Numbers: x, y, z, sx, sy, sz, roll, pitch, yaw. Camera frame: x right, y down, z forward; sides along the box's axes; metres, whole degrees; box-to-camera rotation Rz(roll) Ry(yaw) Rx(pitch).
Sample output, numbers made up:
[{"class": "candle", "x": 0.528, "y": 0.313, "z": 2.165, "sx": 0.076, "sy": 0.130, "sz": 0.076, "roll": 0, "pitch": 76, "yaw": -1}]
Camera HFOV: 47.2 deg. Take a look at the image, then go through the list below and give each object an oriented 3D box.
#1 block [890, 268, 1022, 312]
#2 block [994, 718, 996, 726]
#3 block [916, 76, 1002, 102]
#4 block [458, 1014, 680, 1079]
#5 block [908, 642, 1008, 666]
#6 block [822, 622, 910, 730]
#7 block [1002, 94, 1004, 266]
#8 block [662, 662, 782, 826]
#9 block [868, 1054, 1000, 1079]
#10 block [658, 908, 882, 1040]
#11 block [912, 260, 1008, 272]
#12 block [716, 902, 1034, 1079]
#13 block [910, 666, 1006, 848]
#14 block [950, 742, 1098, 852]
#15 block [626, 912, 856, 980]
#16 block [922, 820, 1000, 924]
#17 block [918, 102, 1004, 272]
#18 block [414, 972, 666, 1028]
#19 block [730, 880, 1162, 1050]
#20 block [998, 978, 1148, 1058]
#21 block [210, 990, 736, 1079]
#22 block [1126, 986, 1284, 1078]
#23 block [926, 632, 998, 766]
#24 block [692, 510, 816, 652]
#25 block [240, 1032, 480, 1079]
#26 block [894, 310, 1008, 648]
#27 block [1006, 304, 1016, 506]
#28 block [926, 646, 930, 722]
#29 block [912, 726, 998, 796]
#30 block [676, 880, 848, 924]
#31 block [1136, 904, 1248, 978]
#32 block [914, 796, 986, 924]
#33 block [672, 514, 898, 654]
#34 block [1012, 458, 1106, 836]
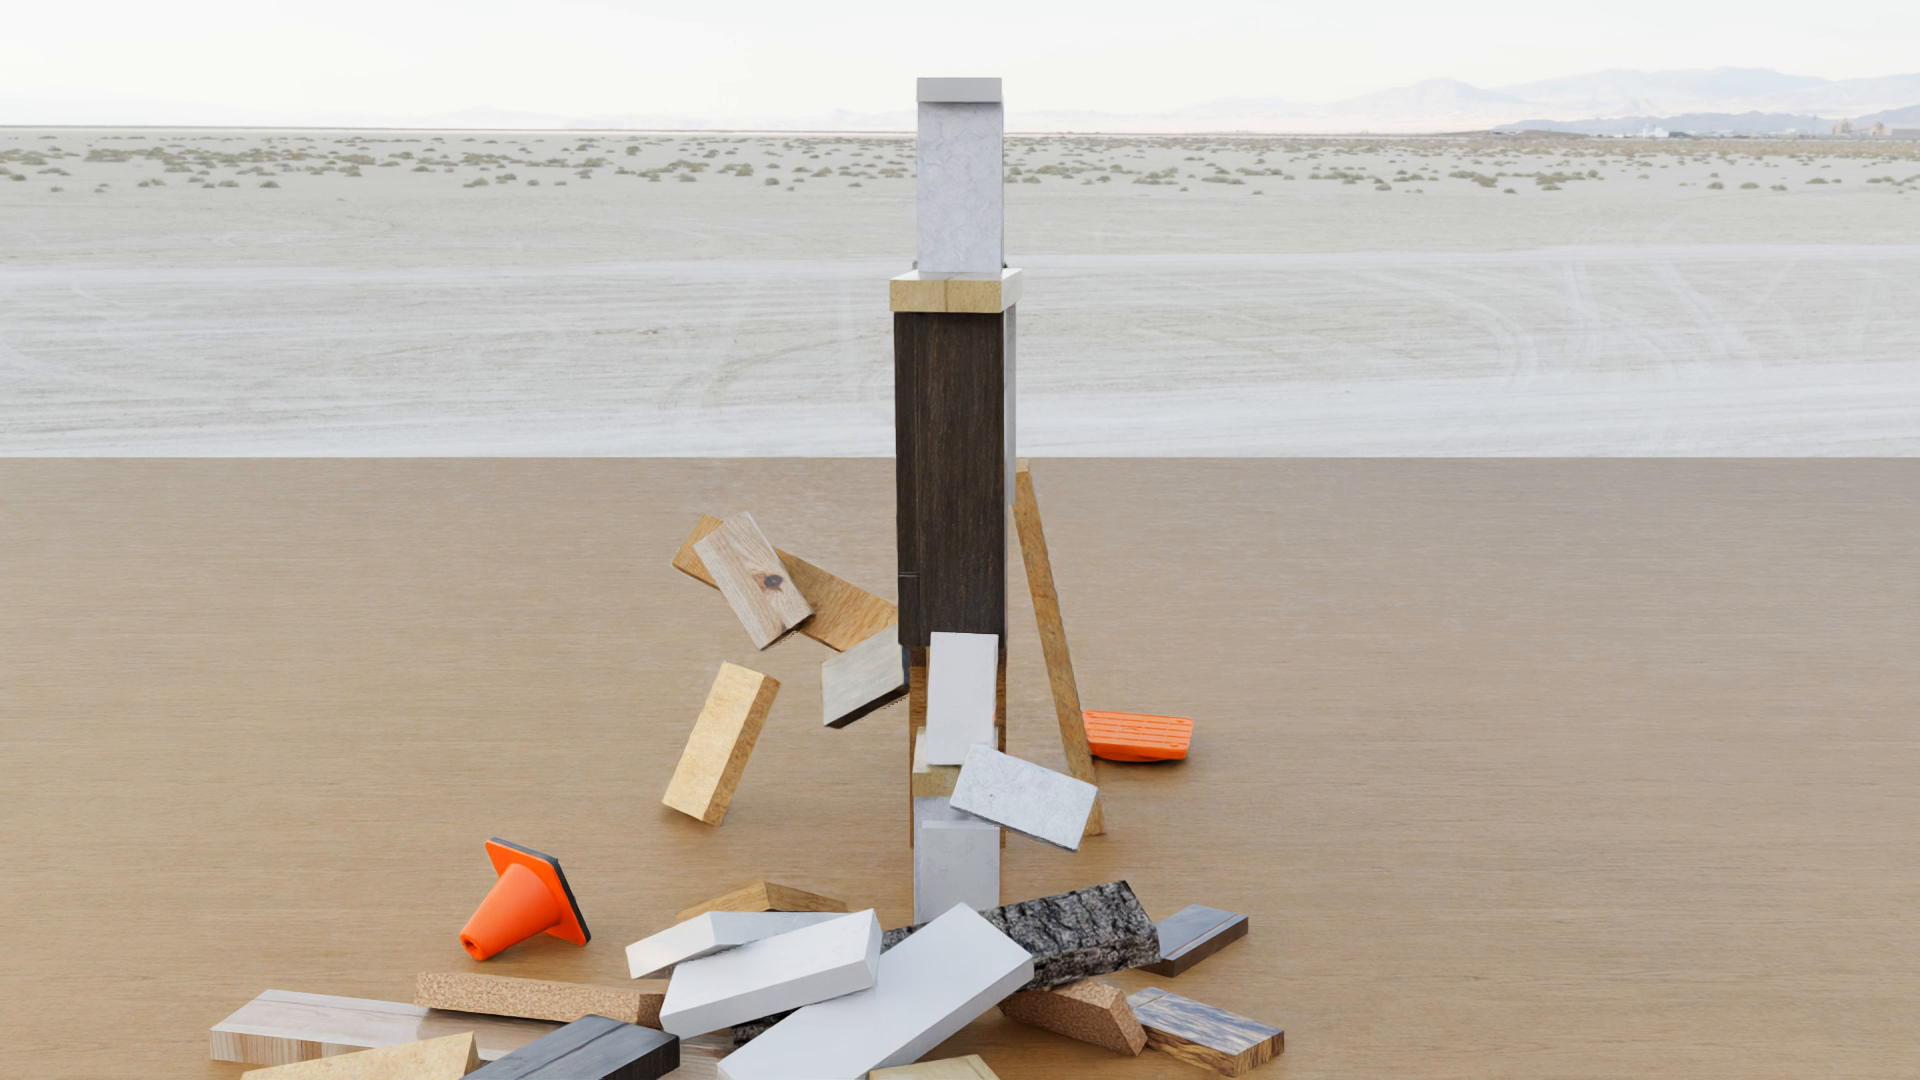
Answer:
[{"class": "block", "x": -0.002, "y": -0.391, "z": 3.430, "sx": 0.167, "sy": 0.047, "sz": 0.334, "roll": 1, "pitch": 10, "yaw": 7}, {"class": "block", "x": 0.004, "y": 0.329, "z": 3.702, "sx": 0.117, "sy": 0.033, "sz": 0.234, "roll": 0, "pitch": 11, "yaw": 1}, {"class": "block", "x": 0.000, "y": -0.718, "z": 3.517, "sx": 0.132, "sy": 0.037, "sz": 0.264, "roll": 0, "pitch": 10, "yaw": 0}, {"class": "block", "x": -0.508, "y": 0.685, "z": 2.796, "sx": 0.149, "sy": 0.042, "sz": 0.299, "roll": 6, "pitch": 11, "yaw": 30}, {"class": "block", "x": -0.005, "y": 0.165, "z": 3.968, "sx": 0.170, "sy": 0.048, "sz": 0.339, "roll": 0, "pitch": 11, "yaw": 0}, {"class": "block", "x": -0.178, "y": 0.266, "z": 4.311, "sx": 0.037, "sy": 0.132, "sz": 0.264, "roll": 16, "pitch": -31, "yaw": -36}, {"class": "block", "x": 0.002, "y": -0.612, "z": 3.741, "sx": 0.144, "sy": 0.287, "sz": 0.041, "roll": 0, "pitch": 6, "yaw": -1}, {"class": "block", "x": -0.443, "y": 0.376, "z": 4.079, "sx": 0.041, "sy": 0.287, "sz": 0.144, "roll": 30, "pitch": -11, "yaw": -38}, {"class": "block", "x": 0.003, "y": 0.712, "z": 2.673, "sx": 0.146, "sy": 0.041, "sz": 0.292, "roll": -4, "pitch": 11, "yaw": -20}, {"class": "block", "x": -0.250, "y": 0.582, "z": 2.943, "sx": 0.287, "sy": 0.041, "sz": 0.144, "roll": -17, "pitch": 16, "yaw": 7}, {"class": "block", "x": 0.000, "y": -0.446, "z": 3.768, "sx": 0.164, "sy": 0.046, "sz": 0.328, "roll": 0, "pitch": 11, "yaw": -1}, {"class": "block", "x": -0.105, "y": 0.627, "z": 2.874, "sx": 0.416, "sy": 0.041, "sz": 0.144, "roll": -29, "pitch": 42, "yaw": -31}, {"class": "block", "x": -0.004, "y": 0.376, "z": 3.892, "sx": 0.170, "sy": 0.339, "sz": 0.048, "roll": 0, "pitch": 11, "yaw": 0}, {"class": "block", "x": 0.095, "y": 0.383, "z": 3.274, "sx": 0.200, "sy": 0.100, "sz": 0.028, "roll": 19, "pitch": -16, "yaw": 6}, {"class": "block", "x": -0.300, "y": 0.580, "z": 3.148, "sx": 0.164, "sy": 0.047, "sz": 0.328, "roll": -27, "pitch": -23, "yaw": 31}, {"class": "block", "x": 0.001, "y": 0.539, "z": 3.305, "sx": 0.116, "sy": 0.232, "sz": 0.033, "roll": 1, "pitch": 11, "yaw": 3}, {"class": "block", "x": 0.000, "y": -0.554, "z": 3.458, "sx": 0.132, "sy": 0.264, "sz": 0.037, "roll": 1, "pitch": 11, "yaw": 4}, {"class": "block", "x": -0.576, "y": 0.645, "z": 3.086, "sx": 0.328, "sy": 0.047, "sz": 0.164, "roll": 3, "pitch": -11, "yaw": 14}, {"class": "block", "x": -0.030, "y": 0.586, "z": 3.041, "sx": 0.591, "sy": 0.047, "sz": 0.164, "roll": -11, "pitch": 18, "yaw": -9}, {"class": "block", "x": 0.139, "y": 0.645, "z": 3.065, "sx": 0.232, "sy": 0.116, "sz": 0.033, "roll": 8, "pitch": 51, "yaw": 38}, {"class": "block", "x": -0.588, "y": 0.696, "z": 2.980, "sx": 0.867, "sy": 0.042, "sz": 0.149, "roll": 3, "pitch": 11, "yaw": 14}, {"class": "block", "x": 0.322, "y": 0.685, "z": 3.069, "sx": 0.232, "sy": 0.033, "sz": 0.116, "roll": 10, "pitch": 14, "yaw": 42}, {"class": "block", "x": 0.003, "y": 0.243, "z": 3.354, "sx": 0.100, "sy": 0.200, "sz": 0.028, "roll": 2, "pitch": -4, "yaw": 10}, {"class": "block", "x": -0.425, "y": 0.084, "z": 4.541, "sx": 0.132, "sy": 0.264, "sz": 0.037, "roll": -35, "pitch": -13, "yaw": 4}, {"class": "block", "x": -0.776, "y": 0.706, "z": 2.818, "sx": 0.299, "sy": 0.042, "sz": 0.149, "roll": -9, "pitch": 12, "yaw": -5}, {"class": "block", "x": -0.012, "y": -0.093, "z": 3.394, "sx": 0.167, "sy": 0.525, "sz": 0.047, "roll": 1, "pitch": 14, "yaw": 7}, {"class": "block", "x": 0.007, "y": -0.225, "z": 3.588, "sx": 0.167, "sy": 0.334, "sz": 0.047, "roll": 0, "pitch": 10, "yaw": 0}, {"class": "block", "x": 0.001, "y": 0.141, "z": 3.668, "sx": 0.115, "sy": 0.350, "sz": 0.033, "roll": 0, "pitch": 11, "yaw": 1}, {"class": "block", "x": -0.005, "y": 0.346, "z": 3.448, "sx": 0.131, "sy": 0.037, "sz": 0.262, "roll": 0, "pitch": 11, "yaw": 1}, {"class": "block", "x": -0.285, "y": 0.562, "z": 3.246, "sx": 0.144, "sy": 0.041, "sz": 0.287, "roll": -22, "pitch": -22, "yaw": 15}, {"class": "block", "x": 0.348, "y": 0.622, "z": 3.421, "sx": 0.100, "sy": 0.028, "sz": 0.234, "roll": 8, "pitch": 13, "yaw": 35}, {"class": "block", "x": -0.005, "y": 0.509, "z": 3.390, "sx": 0.131, "sy": 0.262, "sz": 0.037, "roll": 0, "pitch": 11, "yaw": 0}, {"class": "block", "x": -0.323, "y": 0.121, "z": 4.583, "sx": 0.696, "sy": 0.132, "sz": 0.037, "roll": 24, "pitch": -15, "yaw": 36}, {"class": "block", "x": 0.172, "y": 0.193, "z": 3.972, "sx": 0.041, "sy": 0.675, "sz": 0.144, "roll": -12, "pitch": 11, "yaw": 3}]
